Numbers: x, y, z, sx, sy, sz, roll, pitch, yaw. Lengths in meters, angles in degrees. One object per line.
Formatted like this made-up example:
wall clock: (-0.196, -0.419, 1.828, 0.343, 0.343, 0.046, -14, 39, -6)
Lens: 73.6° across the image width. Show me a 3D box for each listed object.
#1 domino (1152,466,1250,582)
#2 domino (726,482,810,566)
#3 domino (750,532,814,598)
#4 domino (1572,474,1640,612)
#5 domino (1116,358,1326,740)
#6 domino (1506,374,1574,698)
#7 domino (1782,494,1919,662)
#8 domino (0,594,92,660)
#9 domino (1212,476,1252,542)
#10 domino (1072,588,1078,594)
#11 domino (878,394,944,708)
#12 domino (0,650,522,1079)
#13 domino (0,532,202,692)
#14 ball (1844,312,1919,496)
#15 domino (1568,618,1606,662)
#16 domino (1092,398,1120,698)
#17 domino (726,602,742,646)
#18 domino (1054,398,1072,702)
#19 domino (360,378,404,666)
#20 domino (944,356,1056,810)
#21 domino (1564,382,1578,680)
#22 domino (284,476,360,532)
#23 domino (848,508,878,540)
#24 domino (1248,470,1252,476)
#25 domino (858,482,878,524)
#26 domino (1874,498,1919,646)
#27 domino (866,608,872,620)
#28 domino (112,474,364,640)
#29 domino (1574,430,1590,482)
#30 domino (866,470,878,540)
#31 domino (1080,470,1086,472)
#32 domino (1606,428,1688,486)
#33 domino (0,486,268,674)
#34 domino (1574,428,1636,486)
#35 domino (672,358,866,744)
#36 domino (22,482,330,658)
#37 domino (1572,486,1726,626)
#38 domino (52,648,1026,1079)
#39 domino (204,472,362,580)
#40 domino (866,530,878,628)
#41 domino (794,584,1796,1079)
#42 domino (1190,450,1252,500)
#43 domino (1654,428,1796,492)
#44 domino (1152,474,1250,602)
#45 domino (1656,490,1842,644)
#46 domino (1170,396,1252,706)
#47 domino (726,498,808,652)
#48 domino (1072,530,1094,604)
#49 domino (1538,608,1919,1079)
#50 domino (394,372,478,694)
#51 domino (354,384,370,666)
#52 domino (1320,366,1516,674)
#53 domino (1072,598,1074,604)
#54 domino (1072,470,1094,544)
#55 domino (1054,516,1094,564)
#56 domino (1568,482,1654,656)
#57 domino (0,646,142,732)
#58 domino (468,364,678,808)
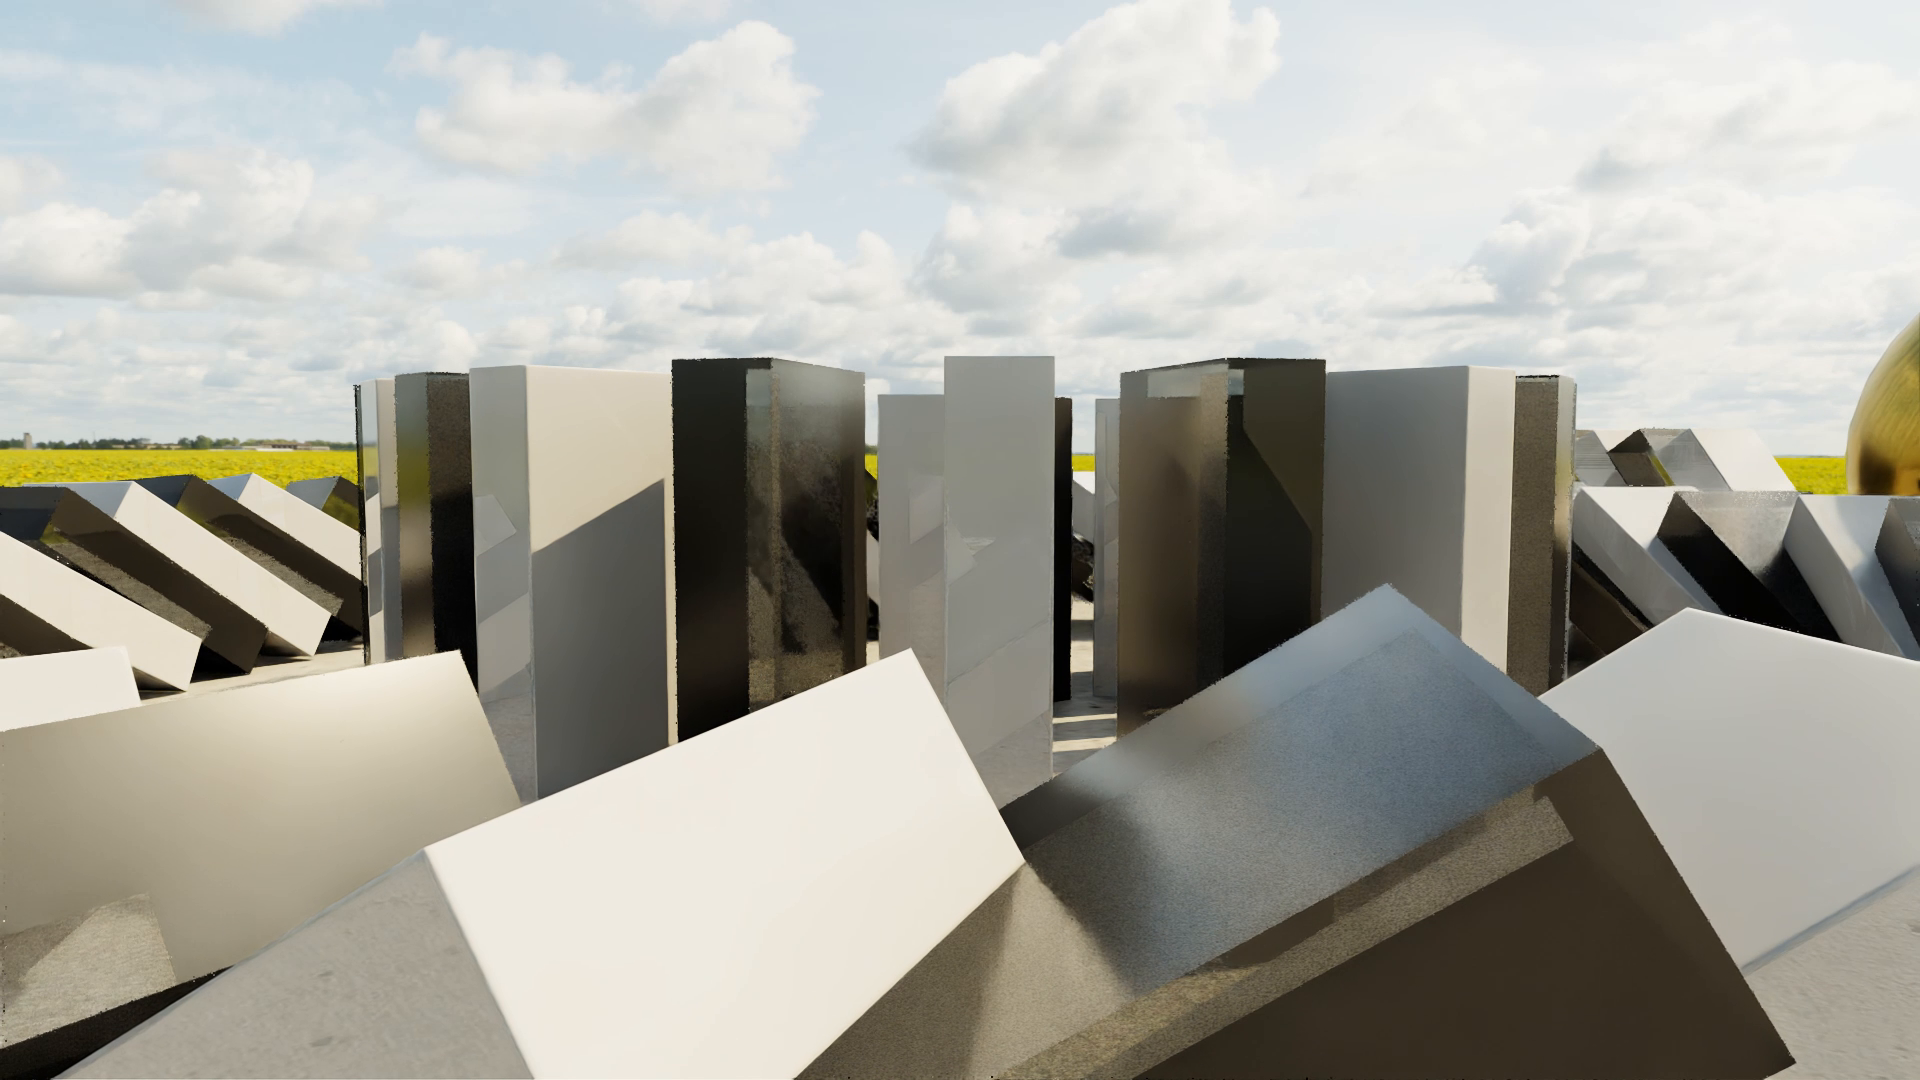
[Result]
domino: (0.072, -0.003, 0.369, 0.050, 0.009, 0.025, 37, 15, 14)
domino: (-0.046, -0.001, 0.362, 0.050, 0.010, 0.025, 28, -2, -12)
domino: (-0.067, 0.000, 0.348, 0.050, 0.009, 0.025, 31, -12, -26)
domino: (0.153, -0.004, 0.319, 0.025, 0.050, 0.009, -3, -31, -31)
domino: (0.025, 0.008, 0.127, 0.009, 0.050, 0.025, -1, 4, -15)
domino: (0.057, 0.006, 0.152, 0.025, 0.050, 0.010, 3, 5, 34)
domino: (0.144, 0.011, 0.187, 0.025, 0.010, 0.050, 1, 36, 10)
domino: (-0.145, 0.013, 0.176, 0.025, 0.009, 0.050, 0, -26, -1)
domino: (0.083, 0.004, 0.287, 0.025, 0.010, 0.050, -5, 39, -50)
domino: (0.015, -0.003, 0.373, 0.050, 0.010, 0.025, 33, 5, 1)
domino: (0.000, 0.002, 0.201, 0.025, 0.050, 0.009, 0, 4, 0)
domino: (-0.044, 0.022, 0.056, 0.050, 0.009, 0.025, -32, -12, 29)
domino: (-0.147, 0.012, 0.200, 0.025, 0.009, 0.050, 0, -23, 4)
ball: (0.201, -0.014, 0.221, 0.080, 0.080, 0.080, 0, 4, 0)
domino: (0.112, 0.005, 0.263, 0.025, 0.009, 0.050, 1, 36, -31)
domino: (0.029, 0.001, 0.226, 0.009, 0.050, 0.025, 1, 4, 8)
domino: (-0.063, 0.000, 0.248, 0.025, 0.050, 0.009, 3, 33, 36)
domino: (0.007, 0.001, 0.219, 0.010, 0.050, 0.025, -3, 5, -37)
domino: (-0.059, 0.006, 0.159, 0.025, 0.050, 0.009, -3, 5, -34)
domino: (0.003, 0.008, 0.124, 0.009, 0.050, 0.025, 0, 4, 0)
domino: (0.065, 0.005, 0.168, 0.025, 0.050, 0.010, 1, 4, 15)
domino: (-0.126, 0.003, 0.290, 0.025, 0.010, 0.050, -2, -29, 40)
domino: (-0.028, -0.002, 0.367, 0.050, 0.009, 0.025, 28, -2, -9)
domino: (0.106, -0.005, 0.360, 0.050, 0.009, 0.025, 49, 29, 23)
domino: (-0.004, -0.001, 0.372, 0.050, 0.010, 0.025, 28, 4, -1)
domino: (0.142, 0.013, 0.168, 0.025, 0.009, 0.050, 3, 36, 18)
domino: (-0.042, 0.000, 0.274, 0.009, 0.050, 0.025, -45, 25, -21)
domino: (-0.142, 0.005, 0.254, 0.025, 0.009, 0.050, -3, -30, 23)
domino: (0.158, -0.004, 0.308, 0.025, 0.050, 0.009, -3, -31, -31)
domino: (-0.014, 0.000, 0.293, 0.050, 0.010, 0.025, 44, -7, -13)
domino: (0.053, -0.003, 0.371, 0.050, 0.009, 0.025, 33, 10, 8)
domino: (0.169, -0.002, 0.287, 0.025, 0.050, 0.009, -3, -31, -31)
domino: (-0.147, 0.008, 0.220, 0.025, 0.010, 0.050, 1, -30, 12)
domino: (0.164, -0.003, 0.298, 0.025, 0.050, 0.009, -3, -31, -31)
domino: (-0.018, 0.008, 0.127, 0.009, 0.050, 0.025, 1, 4, 15)
domino: (-0.145, 0.007, 0.238, 0.025, 0.009, 0.050, 0, -30, 17)
domino: (0.133, 0.008, 0.227, 0.025, 0.010, 0.050, -1, 36, -13)
domino: (-0.024, 0.022, 0.049, 0.050, 0.009, 0.025, -31, -7, 23)
domino: (-0.136, 0.004, 0.273, 0.025, 0.009, 0.050, -4, -31, 34)
domino: (-0.029, 0.000, 0.283, 0.009, 0.050, 0.025, -47, 21, -15)
domino: (-0.001, 0.021, 0.048, 0.050, 0.009, 0.025, -32, 3, 10)
domino: (0.090, -0.005, 0.364, 0.050, 0.009, 0.025, 46, 21, 16)
domino: (0.174, -0.001, 0.277, 0.025, 0.050, 0.009, -3, -31, -31)
domino: (0.064, 0.003, 0.294, 0.050, 0.009, 0.025, 37, 19, 20)
domino: (0.139, 0.010, 0.208, 0.025, 0.009, 0.050, 0, 36, -4)
domino: (0.045, 0.001, 0.220, 0.010, 0.050, 0.025, 2, 5, 29)
domino: (-0.054, 0.000, 0.263, 0.025, 0.050, 0.009, 5, 41, 50)
domino: (0.024, 0.001, 0.302, 0.050, 0.009, 0.025, 38, 10, 7)
domino: (0.015, 0.021, 0.050, 0.050, 0.009, 0.025, -32, 3, 4)
domino: (-0.050, 0.006, 0.148, 0.025, 0.050, 0.009, -4, 6, -43)
domino: (-0.067, 0.004, 0.174, 0.025, 0.050, 0.010, -2, 5, -23)
domino: (0.044, 0.007, 0.137, 0.009, 0.050, 0.025, -4, 6, -41)
domino: (0.004, 0.000, 0.300, 0.050, 0.010, 0.025, 41, 4, -2)
domino: (0.045, 0.002, 0.300, 0.050, 0.010, 0.025, 37, 16, 15)
domino: (0.032, -0.003, 0.373, 0.050, 0.009, 0.025, 33, 5, 4)
domino: (0.124, 0.007, 0.245, 0.025, 0.010, 0.050, -1, 36, -21)
domino: (-0.064, 0.021, 0.066, 0.050, 0.010, 0.025, -33, -16, 34)
domino: (-0.037, 0.007, 0.136, 0.009, 0.050, 0.025, 3, 5, 37)
